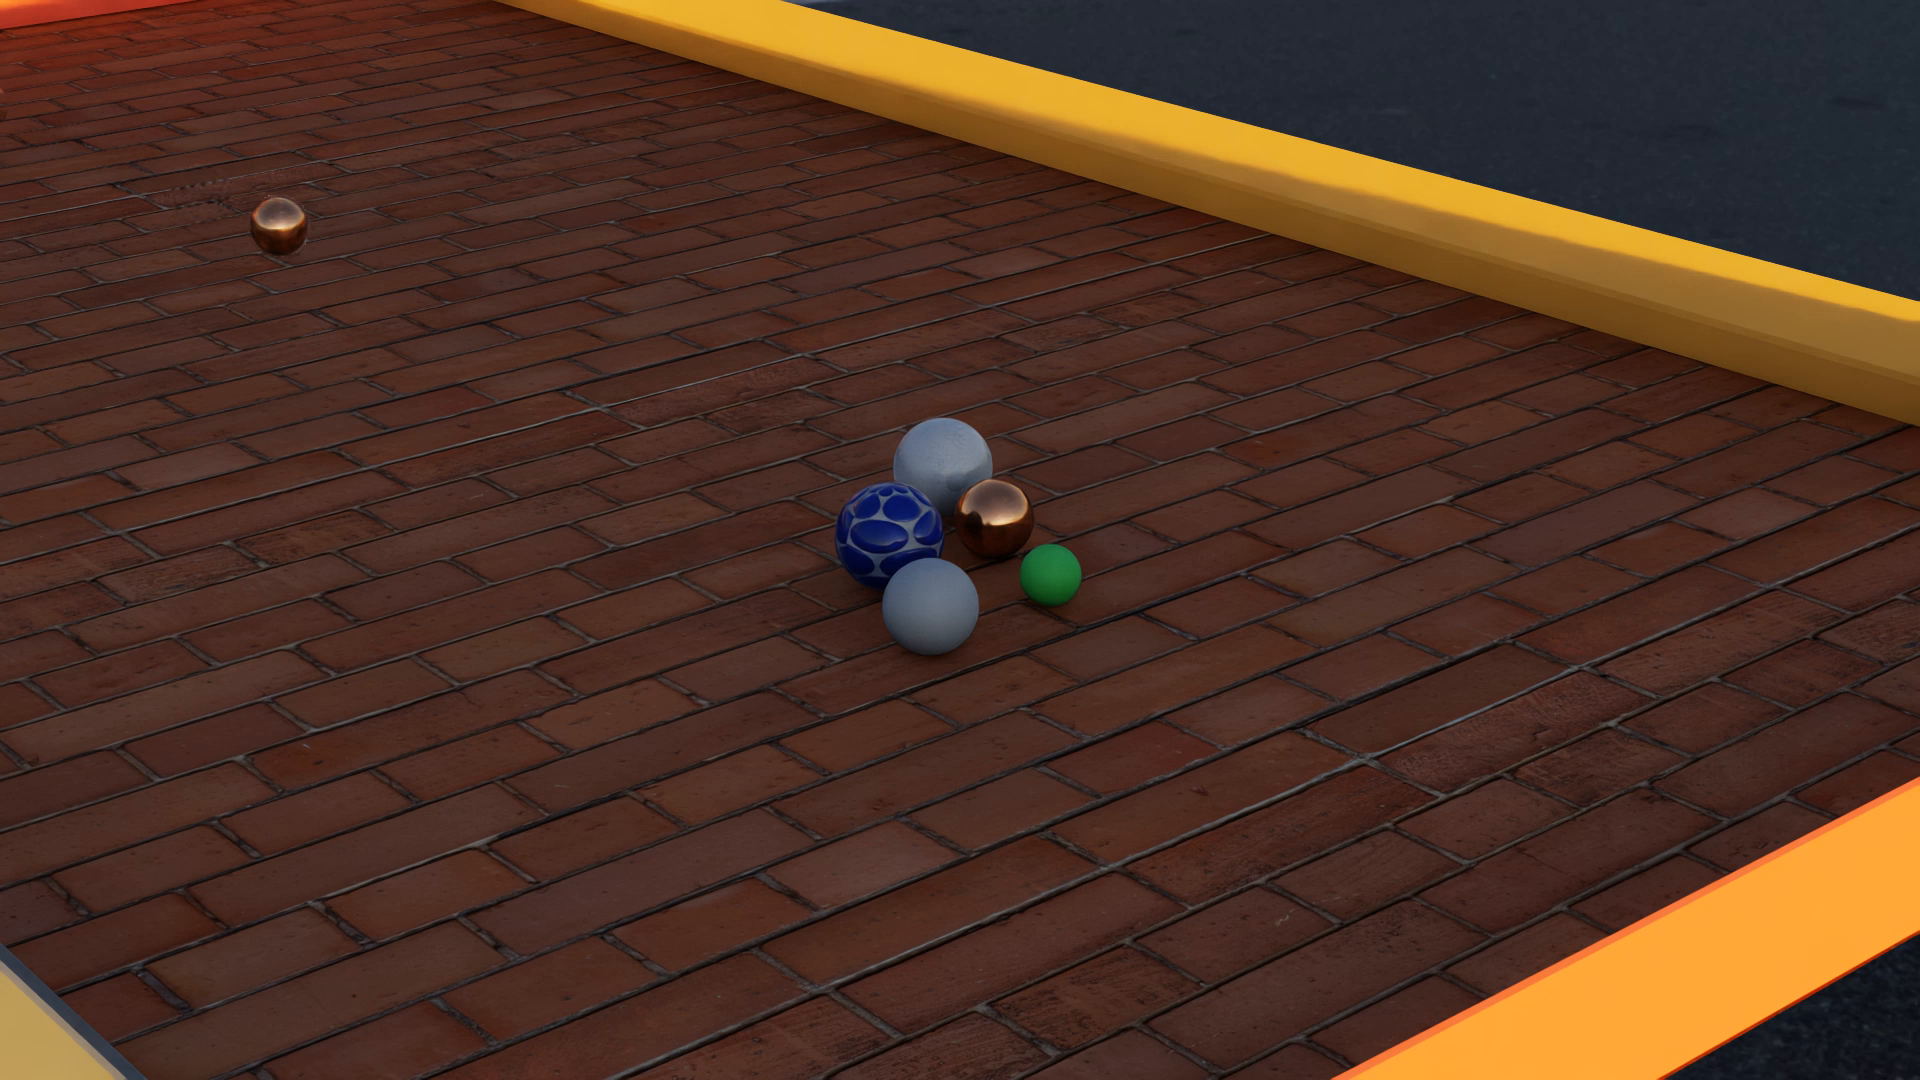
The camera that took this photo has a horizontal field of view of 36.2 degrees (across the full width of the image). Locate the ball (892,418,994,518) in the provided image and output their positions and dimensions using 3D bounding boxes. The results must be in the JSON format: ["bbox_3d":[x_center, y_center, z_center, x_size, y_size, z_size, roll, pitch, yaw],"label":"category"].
[{"bbox_3d":[-0.015,-0.064,2.583,0.088,0.088,0.088,0,22,0],"label":"ball"}]

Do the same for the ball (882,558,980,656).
[{"bbox_3d":[-0.023,0.052,2.315,0.077,0.077,0.077,0,22,0],"label":"ball"}]

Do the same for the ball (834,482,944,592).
[{"bbox_3d":[-0.058,-0.003,2.431,0.091,0.091,0.091,0,22,0],"label":"ball"}]

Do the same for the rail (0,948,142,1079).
[{"bbox_3d":[-1.254,-0.041,2.487,0.045,0.119,3.405,-18,28,-37],"label":"rail"}]

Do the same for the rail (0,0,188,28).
[{"bbox_3d":[-1.633,-0.752,4.225,1.893,0.119,0.045,-18,28,-37],"label":"rail"}]

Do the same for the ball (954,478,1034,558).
[{"bbox_3d":[0.029,-0.018,2.498,0.069,0.069,0.069,0,22,0],"label":"ball"}]

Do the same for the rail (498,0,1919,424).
[{"bbox_3d":[0.155,-0.493,3.590,0.045,0.119,3.405,-18,28,-37],"label":"rail"}]

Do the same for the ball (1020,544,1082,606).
[{"bbox_3d":[0.074,0.029,2.406,0.051,0.051,0.051,0,22,0],"label":"ball"}]

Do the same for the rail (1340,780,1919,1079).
[{"bbox_3d":[0.534,0.218,1.852,1.893,0.119,0.045,-18,28,-37],"label":"rail"}]

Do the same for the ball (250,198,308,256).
[{"bbox_3d":[-0.770,-0.355,3.326,0.065,0.065,0.065,0,22,0],"label":"ball"}]
